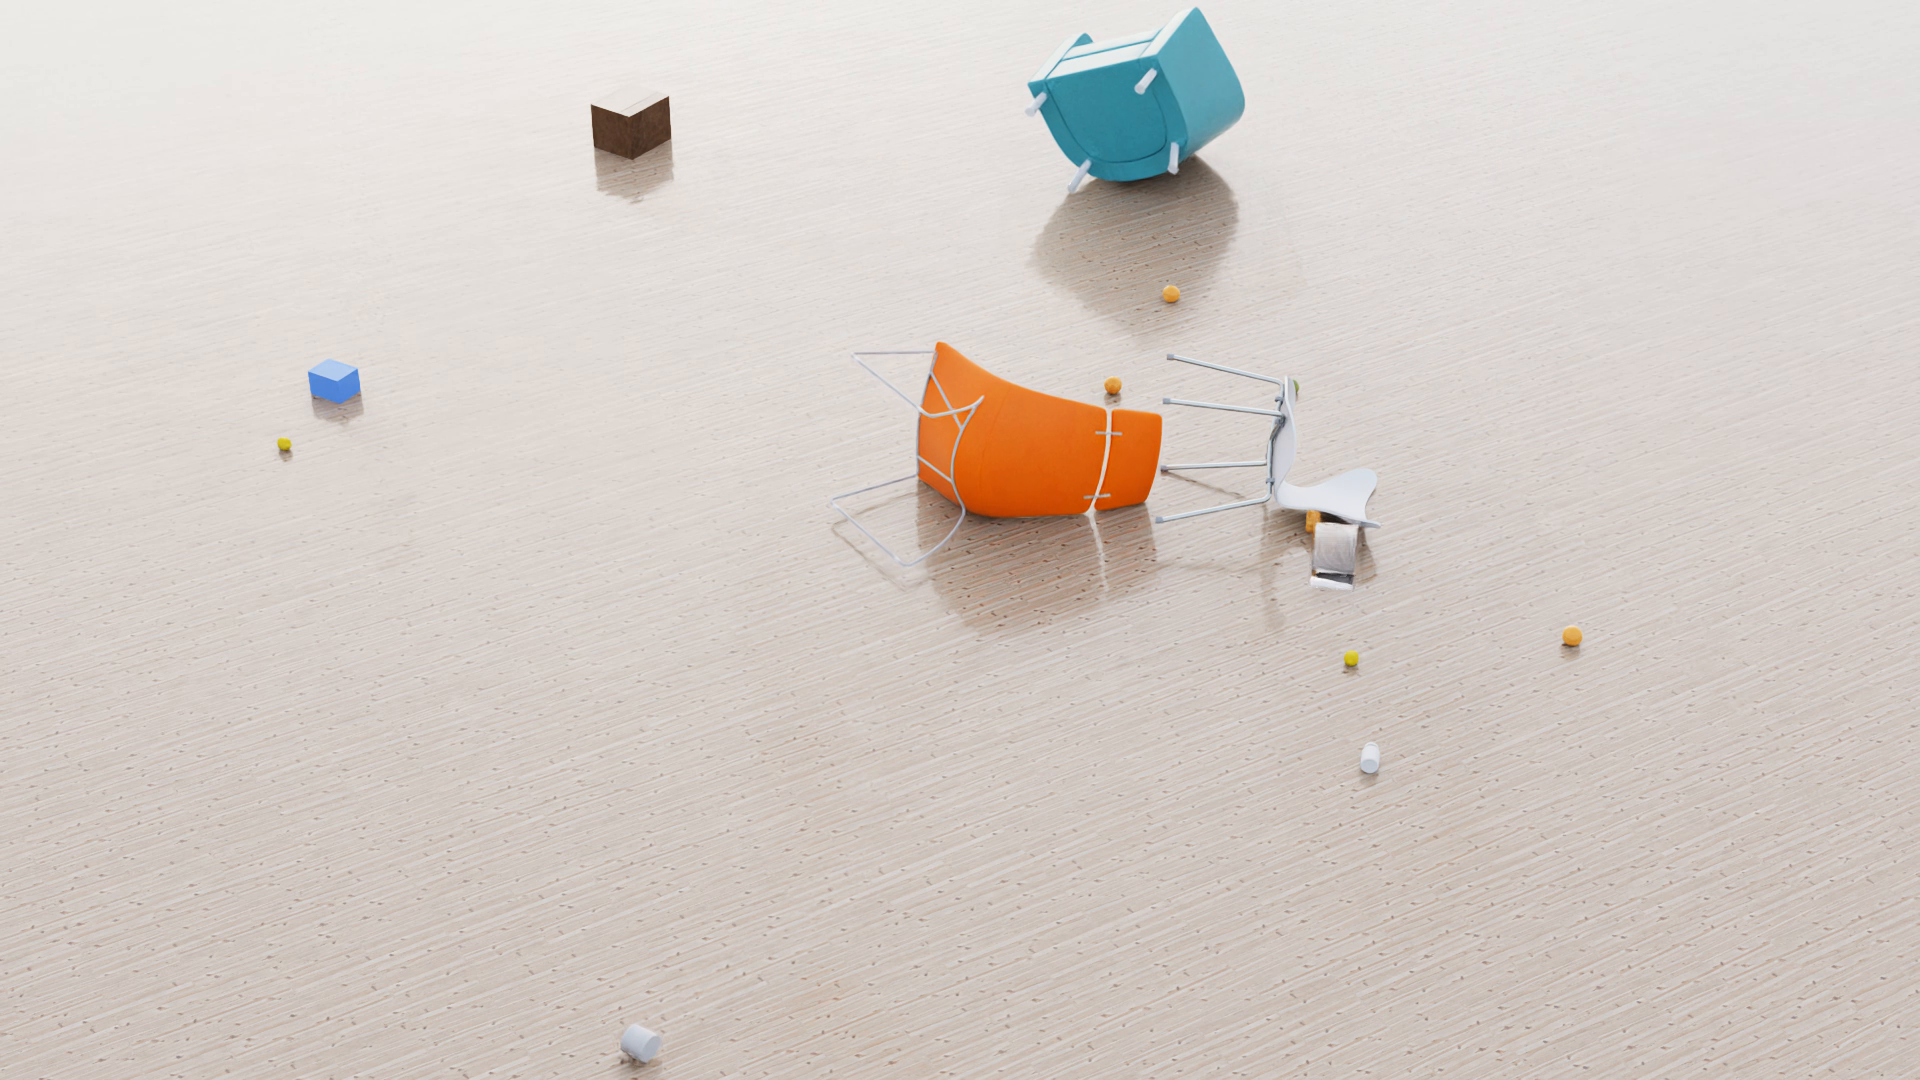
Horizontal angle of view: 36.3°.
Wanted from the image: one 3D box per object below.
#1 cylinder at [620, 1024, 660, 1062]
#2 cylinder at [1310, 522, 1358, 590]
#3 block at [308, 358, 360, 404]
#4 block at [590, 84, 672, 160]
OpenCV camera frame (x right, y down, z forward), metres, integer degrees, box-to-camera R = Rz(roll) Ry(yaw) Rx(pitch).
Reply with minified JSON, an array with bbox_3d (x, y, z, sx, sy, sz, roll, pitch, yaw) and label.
[{"bbox_3d":[-0.940,1.481,8.623,0.082,0.080,0.090,22,56,29],"label":"cylinder"},{"bbox_3d":[1.360,0.057,10.659,0.151,0.219,0.260,5,41,8],"label":"cylinder"},{"bbox_3d":[-2.523,-0.641,11.823,0.157,0.105,0.123,18,38,26],"label":"block"},{"bbox_3d":[-1.538,-1.959,13.717,0.238,0.220,0.284,21,39,29],"label":"block"}]
